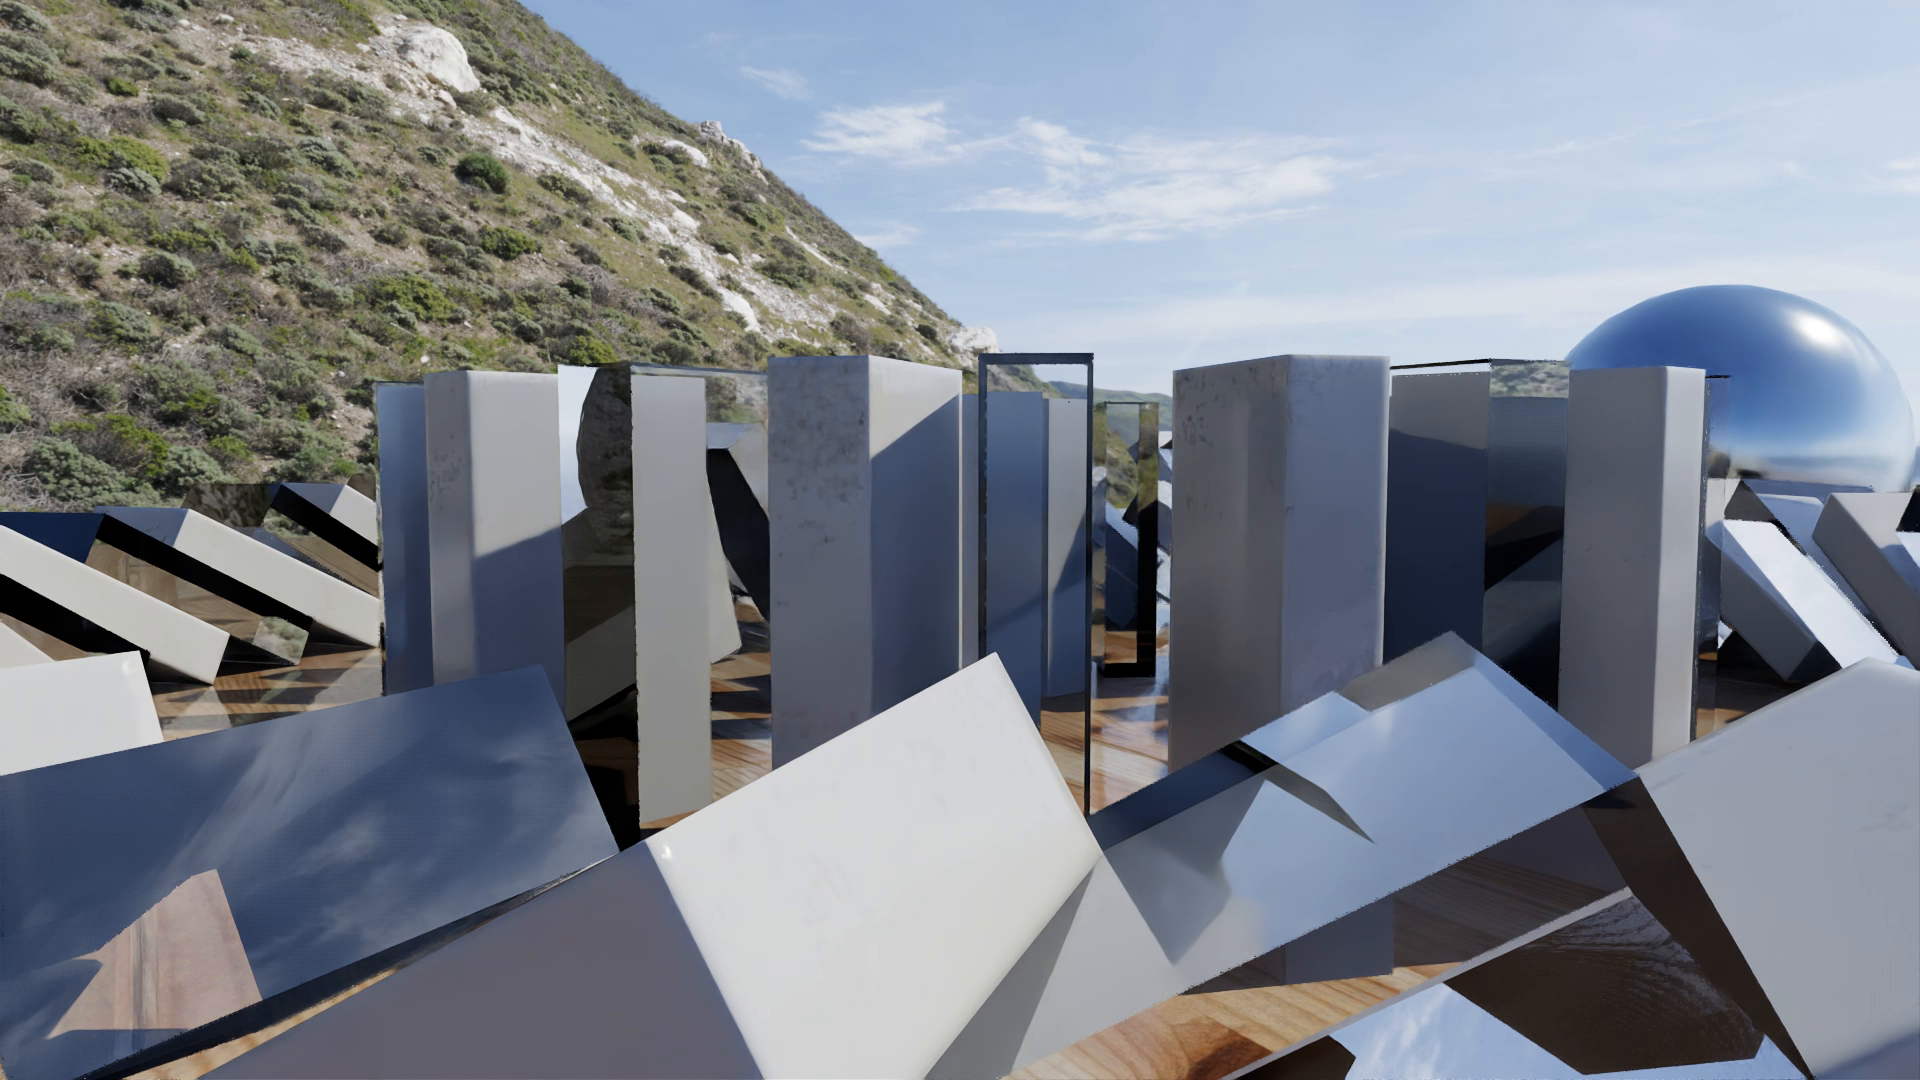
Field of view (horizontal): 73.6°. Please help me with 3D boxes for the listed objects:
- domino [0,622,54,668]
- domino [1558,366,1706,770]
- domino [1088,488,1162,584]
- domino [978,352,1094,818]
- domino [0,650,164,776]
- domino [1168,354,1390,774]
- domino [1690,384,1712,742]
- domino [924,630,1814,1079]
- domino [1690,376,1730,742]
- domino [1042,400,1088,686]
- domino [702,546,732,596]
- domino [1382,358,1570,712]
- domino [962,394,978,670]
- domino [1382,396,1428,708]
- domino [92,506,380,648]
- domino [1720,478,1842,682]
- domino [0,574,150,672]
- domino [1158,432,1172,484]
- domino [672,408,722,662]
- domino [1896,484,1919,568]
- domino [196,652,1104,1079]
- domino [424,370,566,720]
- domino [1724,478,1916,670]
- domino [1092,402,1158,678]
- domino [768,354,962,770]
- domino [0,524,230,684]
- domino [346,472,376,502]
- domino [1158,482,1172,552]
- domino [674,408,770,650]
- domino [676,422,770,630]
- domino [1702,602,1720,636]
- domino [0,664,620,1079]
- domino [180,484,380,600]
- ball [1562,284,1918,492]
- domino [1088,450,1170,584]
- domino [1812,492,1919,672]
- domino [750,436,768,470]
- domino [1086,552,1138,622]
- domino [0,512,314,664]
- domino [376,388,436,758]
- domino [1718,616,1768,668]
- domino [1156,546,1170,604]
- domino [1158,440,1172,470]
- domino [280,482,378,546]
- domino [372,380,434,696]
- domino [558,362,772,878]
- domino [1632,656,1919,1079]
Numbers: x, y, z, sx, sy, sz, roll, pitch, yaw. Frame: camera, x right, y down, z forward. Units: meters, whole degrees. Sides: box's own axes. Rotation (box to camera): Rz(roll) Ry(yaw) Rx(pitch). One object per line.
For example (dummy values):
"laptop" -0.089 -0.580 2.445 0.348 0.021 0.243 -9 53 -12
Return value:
"domino" -0.139 0.014 0.164 0.025 0.009 0.050 -1 -25 -11
"domino" 0.064 0.007 0.138 0.009 0.050 0.025 -4 6 -39
"domino" 0.039 -0.007 0.393 0.050 0.009 0.025 44 16 12
"domino" 0.007 0.009 0.120 0.009 0.050 0.025 0 4 4
"domino" -0.063 0.021 0.066 0.050 0.009 0.025 -32 -15 36
"domino" 0.029 0.008 0.122 0.009 0.050 0.025 -1 4 -13
"domino" 0.085 0.005 0.173 0.025 0.050 0.009 1 4 17
"domino" 0.001 0.021 0.050 0.050 0.009 0.025 -30 -1 11
"domino" 0.076 0.006 0.153 0.025 0.050 0.009 3 5 31
"domino" 0.011 0.000 0.236 0.009 0.050 0.025 -3 5 -39
"domino" -0.082 -0.002 0.348 0.050 0.009 0.025 34 -17 -27
"domino" 0.046 0.008 0.128 0.009 0.050 0.025 -2 5 -23
"domino" 0.000 0.002 0.201 0.025 0.050 0.009 0 4 0
"domino" 0.081 0.001 0.214 0.025 0.050 0.010 -2 5 -26
"domino" -0.141 0.008 0.253 0.025 0.009 0.050 2 -22 23
"domino" 0.152 0.006 0.242 0.025 0.009 0.050 2 37 -13
"domino" -0.146 0.013 0.186 0.025 0.009 0.050 0 -24 3
"domino" 0.069 -0.009 0.384 0.009 0.050 0.025 -37 -13 25
"domino" -0.064 -0.002 0.253 0.025 0.050 0.009 3 20 32
"domino" 0.159 0.011 0.183 0.025 0.009 0.050 1 39 9
"domino" -0.021 0.022 0.052 0.050 0.009 0.025 -30 -5 22
"domino" -0.046 0.007 0.146 0.010 0.050 0.025 4 6 42
"domino" 0.158 0.008 0.223 0.025 0.009 0.050 4 36 -3
"domino" 0.030 -0.001 0.244 0.009 0.050 0.025 0 4 -5
"domino" -0.008 0.008 0.124 0.009 0.050 0.025 1 5 18
"domino" -0.148 0.011 0.208 0.025 0.009 0.050 1 -24 13
"domino" -0.119 0.001 0.305 0.025 0.009 0.050 1 -30 36
"domino" 0.065 0.002 0.317 0.050 0.009 0.025 34 18 22
"domino" -0.057 -0.002 0.266 0.025 0.050 0.009 3 30 39
"domino" -0.047 -0.002 0.280 0.025 0.050 0.009 4 40 46
"domino" 0.131 0.004 0.272 0.025 0.009 0.050 -3 39 -32
"domino" -0.043 0.022 0.059 0.050 0.009 0.025 -30 -9 25
"domino" -0.134 0.005 0.270 0.025 0.009 0.050 1 -27 24
"ball" 0.179 -0.021 0.307 0.080 0.080 0.080 0 4 0
"domino" 0.054 -0.008 0.393 0.050 0.009 0.025 47 21 22
"domino" 0.160 0.010 0.201 0.025 0.009 0.050 0 36 5
"domino" -0.034 -0.001 0.293 0.009 0.050 0.025 -47 26 -21
"domino" 0.020 0.000 0.316 0.050 0.009 0.025 36 5 -1
"domino" -0.145 0.010 0.230 0.025 0.009 0.050 1 -23 14
"domino" -0.067 0.004 0.180 0.025 0.050 0.010 -1 4 -17
"domino" 0.143 0.005 0.258 0.025 0.009 0.050 0 38 -23
"domino" 0.040 0.001 0.317 0.050 0.009 0.025 33 7 3
"domino" 0.080 -0.009 0.379 0.009 0.050 0.025 -37 -13 25
"domino" -0.128 0.004 0.290 0.025 0.009 0.050 3 -26 33
"domino" -0.061 0.005 0.165 0.025 0.050 0.010 -2 5 -27
"domino" -0.028 0.008 0.133 0.009 0.050 0.025 3 5 30
"domino" 0.018 0.022 0.048 0.050 0.009 0.025 -30 -1 11
